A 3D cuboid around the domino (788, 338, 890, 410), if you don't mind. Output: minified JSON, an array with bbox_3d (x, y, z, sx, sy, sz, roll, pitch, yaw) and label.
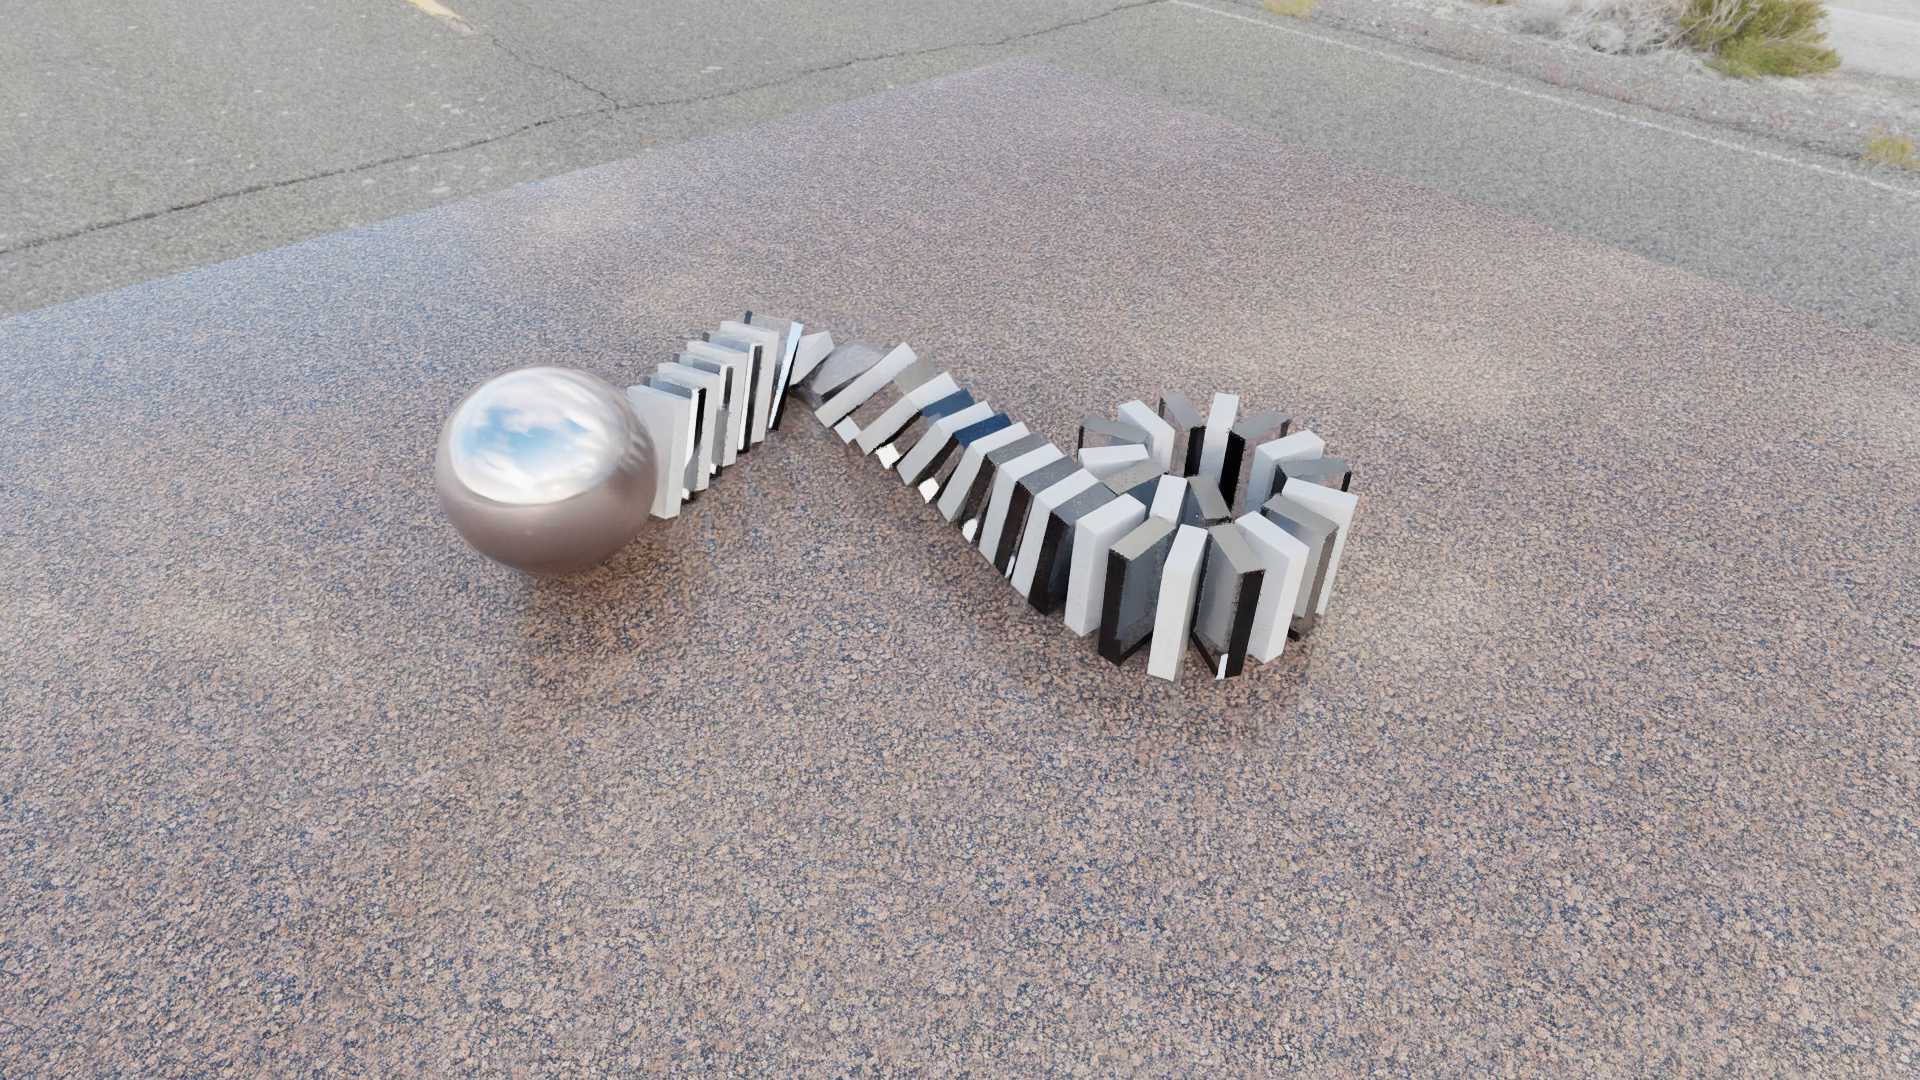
[{"bbox_3d":[-0.059,-0.082,0.544,0.025,0.010,0.050,27,47,29],"label":"domino"}]

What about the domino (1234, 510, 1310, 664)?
[{"bbox_3d":[0.106,0.017,0.390,0.010,0.050,0.025,-24,45,-26],"label":"domino"}]

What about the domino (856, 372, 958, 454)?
[{"bbox_3d":[-0.024,-0.055,0.485,0.025,0.050,0.010,-36,94,-36],"label":"domino"}]

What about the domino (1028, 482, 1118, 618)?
[{"bbox_3d":[0.041,0.004,0.406,0.025,0.050,0.009,-30,58,-31],"label":"domino"}]

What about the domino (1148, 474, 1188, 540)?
[{"bbox_3d":[0.074,0.004,0.407,0.010,0.050,0.025,12,41,14],"label":"domino"}]

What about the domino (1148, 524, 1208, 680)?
[{"bbox_3d":[0.076,0.022,0.384,0.010,0.050,0.025,15,42,17],"label":"domino"}]

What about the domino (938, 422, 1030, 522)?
[{"bbox_3d":[0.010,-0.027,0.445,0.025,0.050,0.009,-25,73,-27],"label":"domino"}]

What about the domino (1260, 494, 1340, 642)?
[{"bbox_3d":[0.119,0.011,0.399,0.025,0.050,0.009,32,49,33],"label":"domino"}]

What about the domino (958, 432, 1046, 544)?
[{"bbox_3d":[0.017,-0.020,0.436,0.025,0.050,0.009,-25,67,-27],"label":"domino"}]

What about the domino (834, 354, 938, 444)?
[{"bbox_3d":[-0.034,-0.063,0.493,0.010,0.050,0.025,52,48,-8],"label":"domino"}]

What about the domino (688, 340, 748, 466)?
[{"bbox_3d":[-0.109,-0.060,0.485,0.025,0.050,0.009,17,19,20],"label":"domino"}]

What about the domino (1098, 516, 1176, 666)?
[{"bbox_3d":[0.062,0.018,0.389,0.010,0.050,0.025,32,49,33],"label":"domino"}]

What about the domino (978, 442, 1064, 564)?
[{"bbox_3d":[0.024,-0.013,0.427,0.025,0.050,0.009,-25,60,-27],"label":"domino"}]

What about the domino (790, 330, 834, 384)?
[{"bbox_3d":[-0.083,-0.087,0.538,0.025,0.009,0.050,-8,26,21],"label":"domino"}]

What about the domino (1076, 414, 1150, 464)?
[{"bbox_3d":[0.060,-0.024,0.440,0.025,0.050,0.009,20,43,23],"label":"domino"}]

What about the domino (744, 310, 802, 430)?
[{"bbox_3d":[-0.091,-0.079,0.510,0.025,0.050,0.009,17,9,20],"label":"domino"}]

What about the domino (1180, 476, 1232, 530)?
[{"bbox_3d":[0.088,0.004,0.407,0.009,0.050,0.025,-3,39,-5],"label":"domino"}]

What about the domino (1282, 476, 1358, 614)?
[{"bbox_3d":[0.129,0.003,0.408,0.025,0.050,0.010,18,43,21],"label":"domino"}]

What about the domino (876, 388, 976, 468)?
[{"bbox_3d":[-0.015,-0.048,0.474,0.025,0.050,0.009,-29,88,-30],"label":"domino"}]

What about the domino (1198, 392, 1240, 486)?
[{"bbox_3d":[0.104,-0.032,0.451,0.009,0.050,0.025,12,41,14],"label":"domino"}]

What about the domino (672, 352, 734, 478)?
[{"bbox_3d":[-0.114,-0.054,0.478,0.025,0.050,0.010,17,19,20],"label":"domino"}]

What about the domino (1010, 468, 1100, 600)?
[{"bbox_3d":[0.036,-0.002,0.413,0.025,0.050,0.009,-30,60,-31],"label":"domino"}]

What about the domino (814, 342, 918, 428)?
[{"bbox_3d":[-0.044,-0.071,0.504,0.050,0.009,0.025,-27,16,46],"label":"domino"}]

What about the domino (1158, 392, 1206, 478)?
[{"bbox_3d":[0.088,-0.032,0.450,0.010,0.050,0.025,-8,40,-9],"label":"domino"}]

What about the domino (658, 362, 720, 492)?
[{"bbox_3d":[-0.118,-0.048,0.471,0.025,0.050,0.009,17,19,20],"label":"domino"}]

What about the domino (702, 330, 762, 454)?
[{"bbox_3d":[-0.105,-0.066,0.492,0.025,0.050,0.009,17,19,20],"label":"domino"}]

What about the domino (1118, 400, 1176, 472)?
[{"bbox_3d":[0.073,-0.029,0.446,0.010,0.050,0.025,-18,43,-20],"label":"domino"}]

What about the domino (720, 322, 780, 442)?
[{"bbox_3d":[-0.099,-0.072,0.500,0.025,0.050,0.009,17,17,20],"label":"domino"}]

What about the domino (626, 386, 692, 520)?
[{"bbox_3d":[-0.127,-0.037,0.456,0.025,0.050,0.009,17,19,20],"label":"domino"}]

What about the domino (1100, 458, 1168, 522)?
[{"bbox_3d":[0.063,-0.004,0.416,0.025,0.050,0.009,-24,46,-27],"label":"domino"}]

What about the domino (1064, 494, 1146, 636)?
[{"bbox_3d":[0.052,0.010,0.400,0.025,0.050,0.009,-28,49,-30],"label":"domino"}]

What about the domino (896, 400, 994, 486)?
[{"bbox_3d":[-0.006,-0.040,0.464,0.025,0.050,0.009,-26,84,-28],"label":"domino"}]

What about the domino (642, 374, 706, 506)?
[{"bbox_3d":[-0.122,-0.042,0.463,0.025,0.050,0.009,17,19,20],"label":"domino"}]

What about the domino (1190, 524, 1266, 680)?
[{"bbox_3d":[0.092,0.022,0.385,0.009,0.050,0.025,-9,40,-11],"label":"domino"}]

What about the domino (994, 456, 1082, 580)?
[{"bbox_3d":[0.030,-0.008,0.420,0.025,0.050,0.010,-27,60,-29],"label":"domino"}]

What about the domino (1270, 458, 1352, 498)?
[{"bbox_3d":[0.131,-0.008,0.421,0.025,0.050,0.009,-5,40,-6],"label":"domino"}]

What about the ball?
[{"bbox_3d":[-0.156,-0.027,0.421,0.080,0.080,0.080,0,39,0],"label":"ball"}]

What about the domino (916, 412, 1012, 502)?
[{"bbox_3d":[0.002,-0.034,0.455,0.025,0.050,0.010,-25,79,-27],"label":"domino"}]

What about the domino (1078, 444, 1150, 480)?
[{"bbox_3d":[0.058,-0.013,0.427,0.025,0.050,0.009,-5,40,-6],"label":"domino"}]

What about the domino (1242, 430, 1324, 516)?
[{"bbox_3d":[0.125,-0.017,0.432,0.025,0.050,0.009,-18,43,-21],"label":"domino"}]

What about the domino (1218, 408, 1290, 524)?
[{"bbox_3d":[0.117,-0.026,0.443,0.025,0.050,0.009,-27,47,-29],"label":"domino"}]
